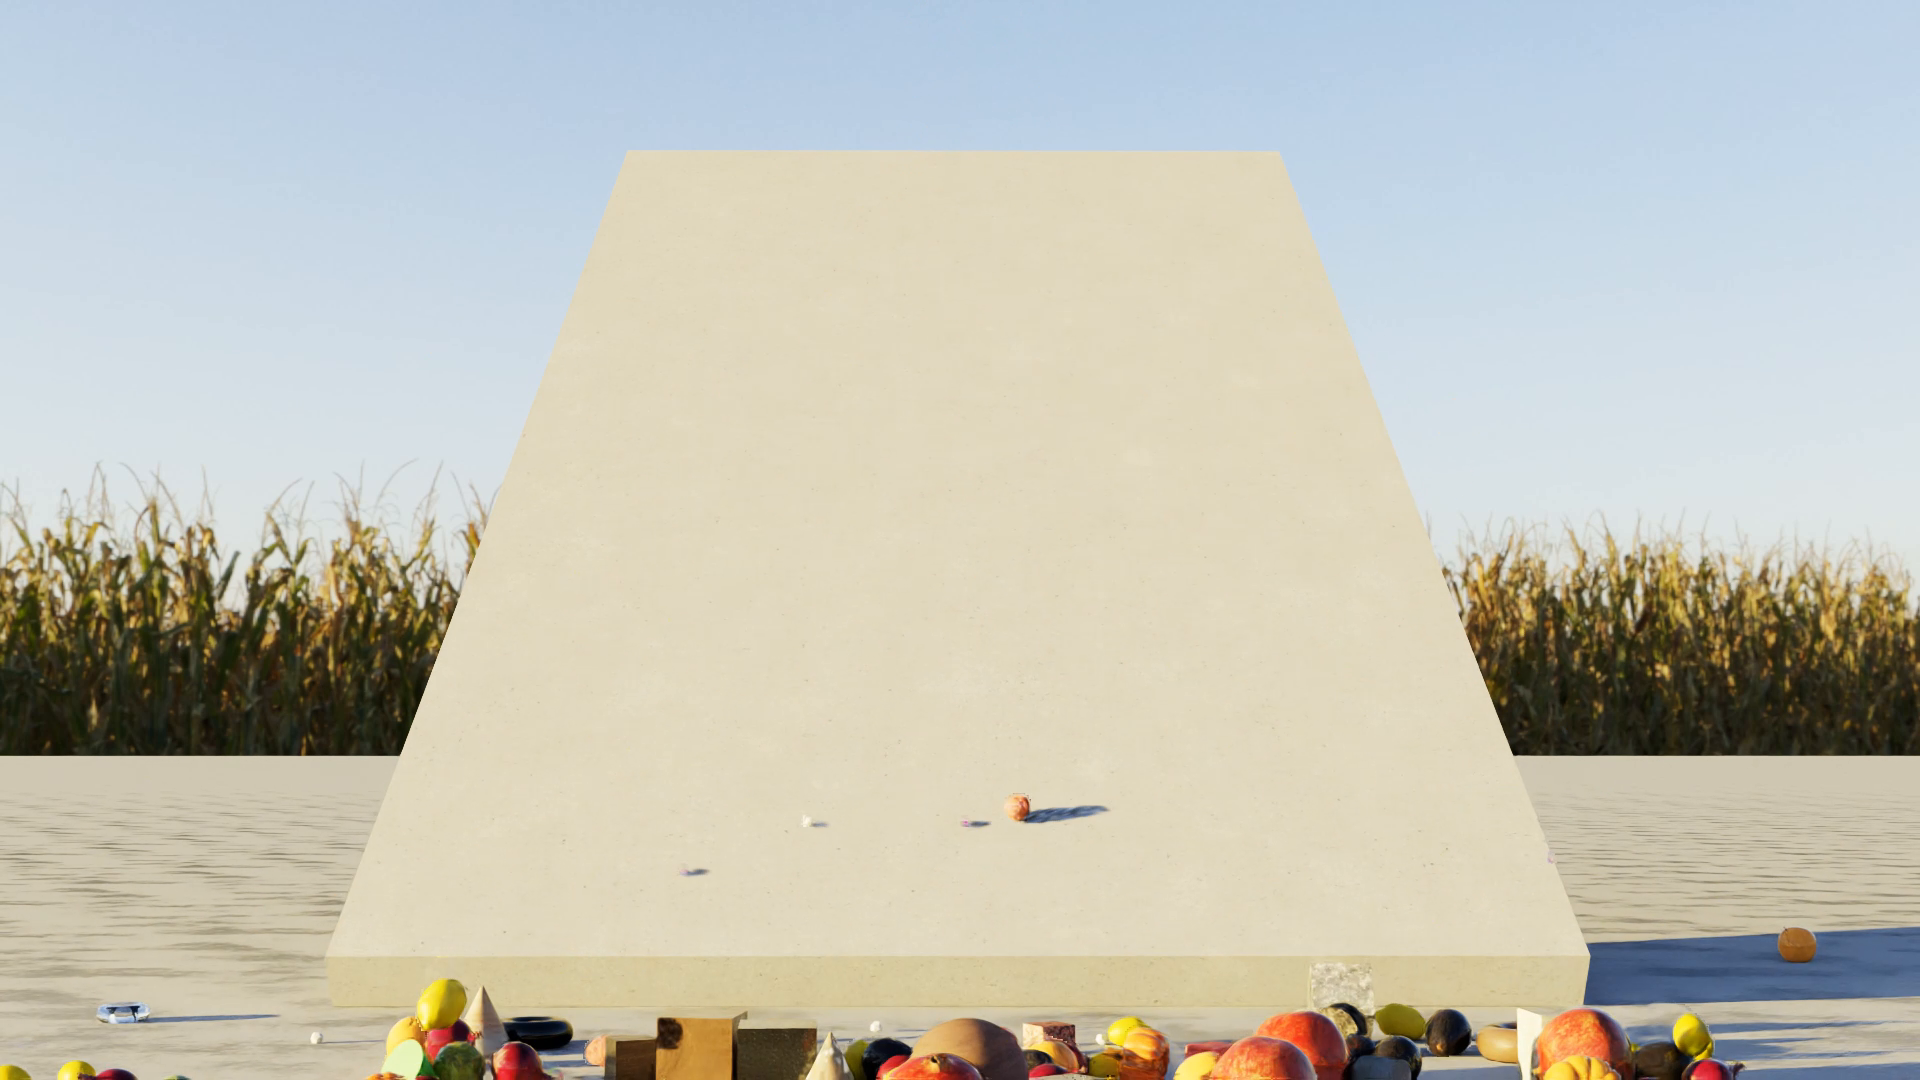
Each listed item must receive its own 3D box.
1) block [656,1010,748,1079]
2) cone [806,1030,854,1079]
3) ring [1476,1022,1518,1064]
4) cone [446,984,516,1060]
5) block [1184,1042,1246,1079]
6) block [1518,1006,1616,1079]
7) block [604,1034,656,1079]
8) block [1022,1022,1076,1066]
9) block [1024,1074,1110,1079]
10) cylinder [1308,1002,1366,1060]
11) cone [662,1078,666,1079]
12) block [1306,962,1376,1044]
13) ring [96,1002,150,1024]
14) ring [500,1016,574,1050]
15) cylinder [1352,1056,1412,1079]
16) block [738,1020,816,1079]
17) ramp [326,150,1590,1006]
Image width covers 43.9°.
[{"bbox_3d":[-0.311,0.618,2.871,0.091,0.091,0.091,-1,-5,6],"label":"block"},{"bbox_3d":[-0.144,0.594,2.643,0.099,0.099,0.099,0,-5,0],"label":"cone"},{"bbox_3d":[0.755,0.667,3.162,0.135,0.045,0.135,-1,-5,0],"label":"ring"},{"bbox_3d":[-0.645,0.646,3.212,0.095,0.095,0.095,0,-5,0],"label":"cone"},{"bbox_3d":[0.309,0.639,2.885,0.052,0.052,0.052,4,-6,-38],"label":"block"},{"bbox_3d":[0.741,0.622,2.909,0.091,0.091,0.091,0,-5,-5],"label":"block"},{"bbox_3d":[-0.407,0.644,2.948,0.054,0.054,0.054,2,-5,-23],"label":"block"},{"bbox_3d":[0.117,0.661,3.127,0.050,0.050,0.050,3,-6,-31],"label":"block"},{"bbox_3d":[0.109,0.580,2.373,0.080,0.080,0.080,4,-7,-40],"label":"block"},{"bbox_3d":[0.506,0.658,3.191,0.068,0.068,0.068,-2,-5,20],"label":"cylinder"},{"bbox_3d":[-0.302,0.620,2.542,0.067,0.067,0.067,26,-2,7],"label":"cone"},{"bbox_3d":[0.530,0.645,3.313,0.082,0.082,0.082,0,-40,3],"label":"block"},{"bbox_3d":[-1.267,0.716,3.605,0.078,0.026,0.078,0,-4,0],"label":"ring"},{"bbox_3d":[-0.594,0.682,3.292,0.117,0.039,0.117,-1,-6,0],"label":"ring"},{"bbox_3d":[0.494,0.631,2.787,0.051,0.051,0.051,-4,-7,41],"label":"cylinder"},{"bbox_3d":[-0.213,0.610,2.774,0.091,0.091,0.091,0,-5,-3],"label":"block"},{"bbox_3d":[-0.011,-0.224,5.557,2.000,0.100,4.000,0,28,0],"label":"ramp"}]
